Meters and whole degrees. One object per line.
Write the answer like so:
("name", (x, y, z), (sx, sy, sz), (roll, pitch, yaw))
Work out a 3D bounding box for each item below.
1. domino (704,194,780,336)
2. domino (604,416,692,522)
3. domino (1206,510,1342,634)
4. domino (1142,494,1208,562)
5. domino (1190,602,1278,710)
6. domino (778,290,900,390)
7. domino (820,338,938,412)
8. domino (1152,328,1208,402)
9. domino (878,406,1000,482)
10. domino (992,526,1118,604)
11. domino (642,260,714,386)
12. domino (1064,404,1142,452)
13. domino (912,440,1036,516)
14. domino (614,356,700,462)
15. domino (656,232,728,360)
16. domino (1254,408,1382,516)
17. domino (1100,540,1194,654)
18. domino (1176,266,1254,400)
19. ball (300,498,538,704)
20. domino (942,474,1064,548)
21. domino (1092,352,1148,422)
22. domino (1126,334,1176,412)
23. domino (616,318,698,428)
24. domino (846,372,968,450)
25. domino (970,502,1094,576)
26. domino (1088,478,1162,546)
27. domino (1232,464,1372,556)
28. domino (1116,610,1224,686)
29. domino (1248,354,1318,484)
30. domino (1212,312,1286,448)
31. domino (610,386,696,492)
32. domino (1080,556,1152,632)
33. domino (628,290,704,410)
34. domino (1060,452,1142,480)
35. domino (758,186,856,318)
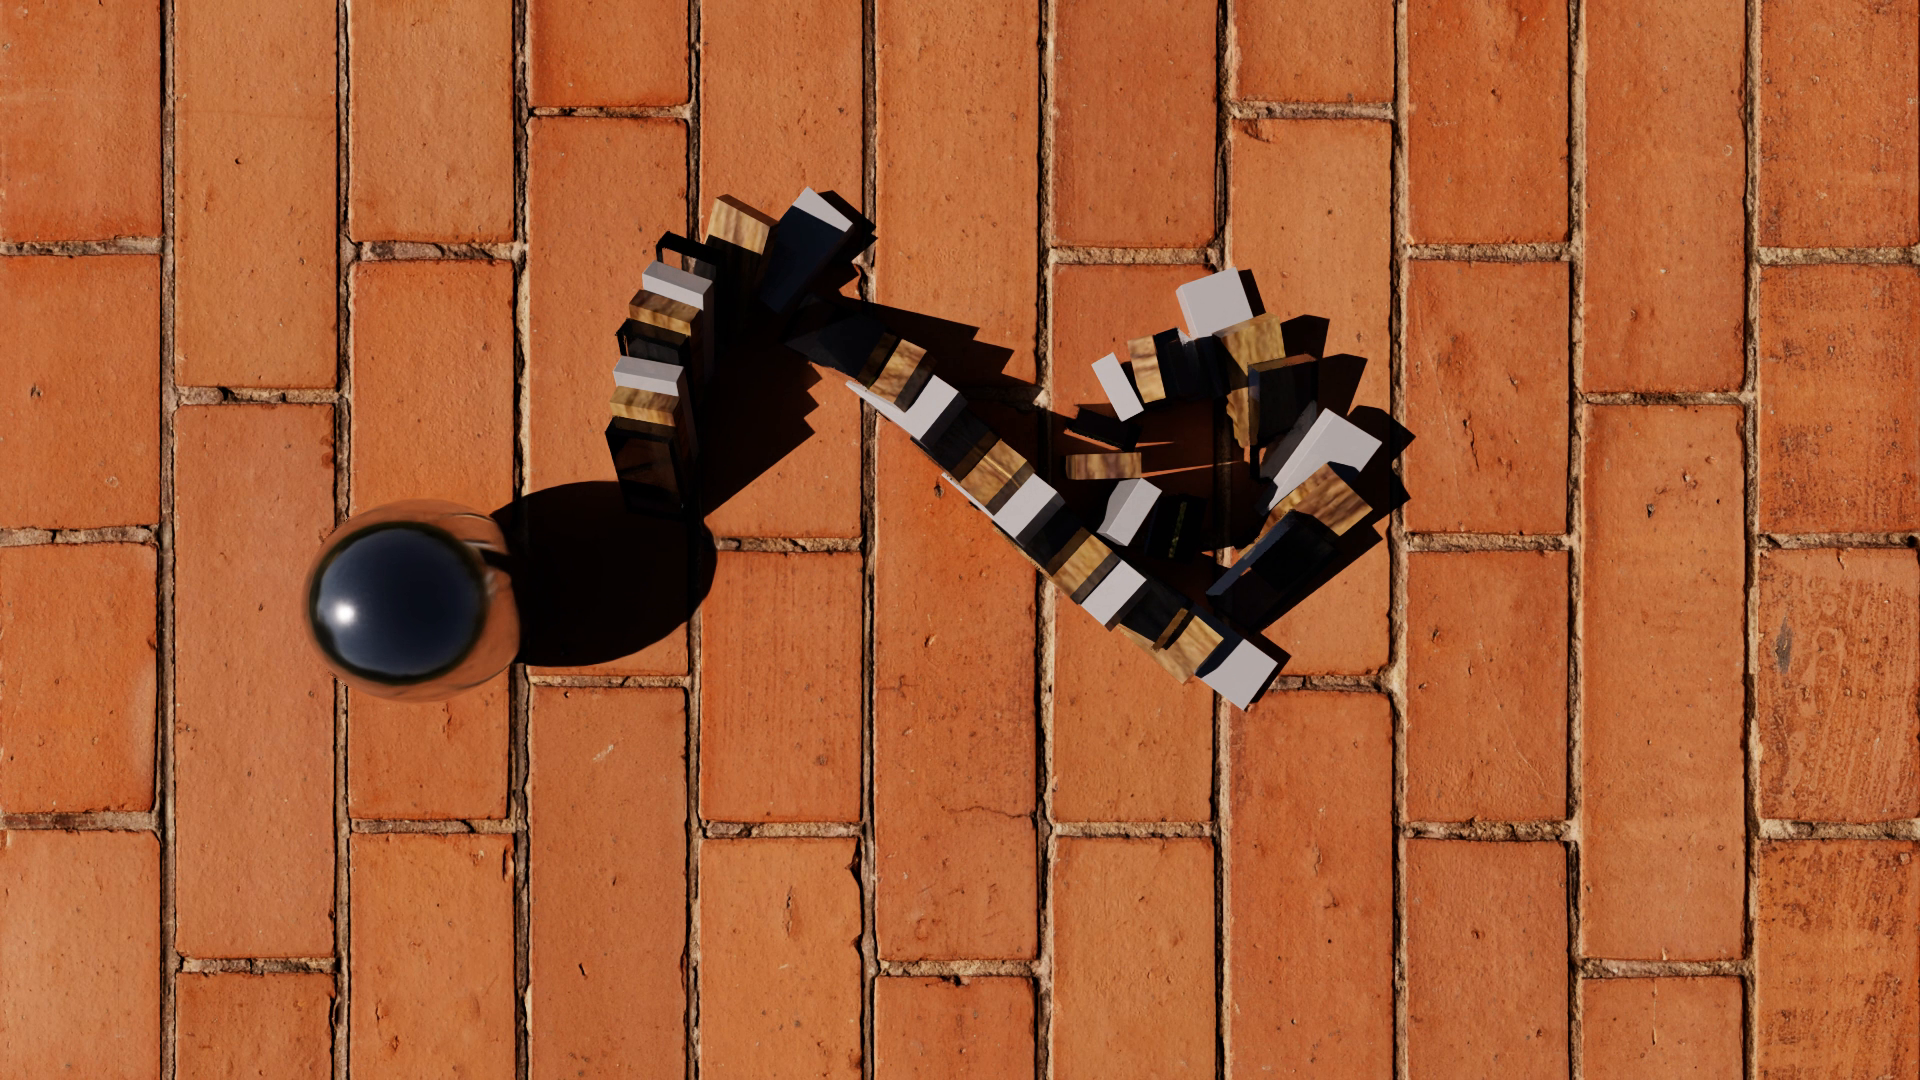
("domino", (-0.094, -0.114, 0.382), (0.025, 0.010, 0.050), (29, 124, 2))
("domino", (-0.127, -0.028, 0.377), (0.025, 0.050, 0.010), (10, 53, 0))
("domino", (0.130, 0.014, 0.383), (0.025, 0.009, 0.050), (33, 114, -16))
("domino", (0.087, -0.005, 0.375), (0.010, 0.050, 0.025), (14, 90, 0))
("domino", (0.108, 0.048, 0.395), (0.050, 0.010, 0.025), (36, 90, 0))
("domino", (-0.051, -0.084, 0.382), (0.050, 0.010, 0.025), (30, 88, 32))
("domino", (-0.036, -0.075, 0.383), (0.050, 0.010, 0.025), (31, 88, 32))
("domino", (0.091, -0.071, 0.375), (0.009, 0.050, 0.025), (-16, 90, 22))
("domino", (-0.009, -0.048, 0.383), (0.025, 0.010, 0.050), (-48, 58, 0))
("domino", (0.039, 0.002, 0.381), (0.025, 0.009, 0.050), (-47, 54, 0))
("domino", (-0.115, -0.088, 0.377), (0.025, 0.050, 0.010), (20, 53, 0))
("domino", (0.057, -0.046, 0.375), (0.025, 0.050, 0.010), (19, 101, 0))
("domino", (0.005, -0.034, 0.382), (0.025, 0.009, 0.050), (-48, 55, 0))
("domino", (-0.124, -0.052, 0.377), (0.025, 0.050, 0.009), (10, 53, 0))
("domino", (-0.109, -0.099, 0.377), (0.025, 0.050, 0.010), (20, 53, 1))
("domino", (0.150, -0.027, 0.385), (0.025, 0.009, 0.050), (27, 109, -13))
("domino", (0.069, 0.022, 0.382), (0.050, 0.010, 0.025), (36, 87, 32))
("domino", (0.114, -0.089, 0.395), (0.025, 0.009, 0.050), (-19, 90, 0))
("ball", (-0.210, 0.024, 0.360), (0.080, 0.080, 0.080), (0, 90, 0))
("domino", (0.017, -0.022, 0.381), (0.025, 0.009, 0.050), (-47, 53, 0))
("domino", (0.066, -0.061, 0.375), (0.009, 0.050, 0.025), (-28, 90, 15))
("domino", (0.079, -0.067, 0.375), (0.009, 0.050, 0.025), (-13, 90, 18))
("domino", (-0.124, -0.066, 0.377), (0.025, 0.050, 0.010), (16, 53, 2))
("domino", (-0.023, -0.061, 0.383), (0.050, 0.009, 0.025), (39, 90, 32))
("domino", (0.029, -0.010, 0.381), (0.025, 0.009, 0.050), (-47, 53, 0))
("domino", (0.066, -0.011, 0.375), (0.009, 0.050, 0.025), (32, 90, -3))
("domino", (0.142, -0.006, 0.383), (0.025, 0.009, 0.050), (38, 113, -18))
("domino", (0.083, 0.035, 0.386), (0.050, 0.009, 0.025), (42, 90, 23))
("domino", (0.135, -0.050, 0.383), (0.025, 0.010, 0.050), (-12, 118, -4))
("domino", (0.124, -0.067, 0.385), (0.025, 0.010, 0.050), (-20, 116, 0))
("domino", (-0.125, -0.040, 0.377), (0.025, 0.050, 0.010), (10, 53, 0))
("domino", (0.052, 0.012, 0.382), (0.025, 0.010, 0.050), (-47, 57, 0))
("domino", (-0.120, -0.077, 0.377), (0.025, 0.050, 0.009), (18, 53, 0))
("domino", (0.057, -0.030, 0.375), (0.025, 0.050, 0.009), (-2, 95, 0))
("domino", (-0.071, -0.124, 0.395), (0.025, 0.010, 0.050), (40, 90, 0))
